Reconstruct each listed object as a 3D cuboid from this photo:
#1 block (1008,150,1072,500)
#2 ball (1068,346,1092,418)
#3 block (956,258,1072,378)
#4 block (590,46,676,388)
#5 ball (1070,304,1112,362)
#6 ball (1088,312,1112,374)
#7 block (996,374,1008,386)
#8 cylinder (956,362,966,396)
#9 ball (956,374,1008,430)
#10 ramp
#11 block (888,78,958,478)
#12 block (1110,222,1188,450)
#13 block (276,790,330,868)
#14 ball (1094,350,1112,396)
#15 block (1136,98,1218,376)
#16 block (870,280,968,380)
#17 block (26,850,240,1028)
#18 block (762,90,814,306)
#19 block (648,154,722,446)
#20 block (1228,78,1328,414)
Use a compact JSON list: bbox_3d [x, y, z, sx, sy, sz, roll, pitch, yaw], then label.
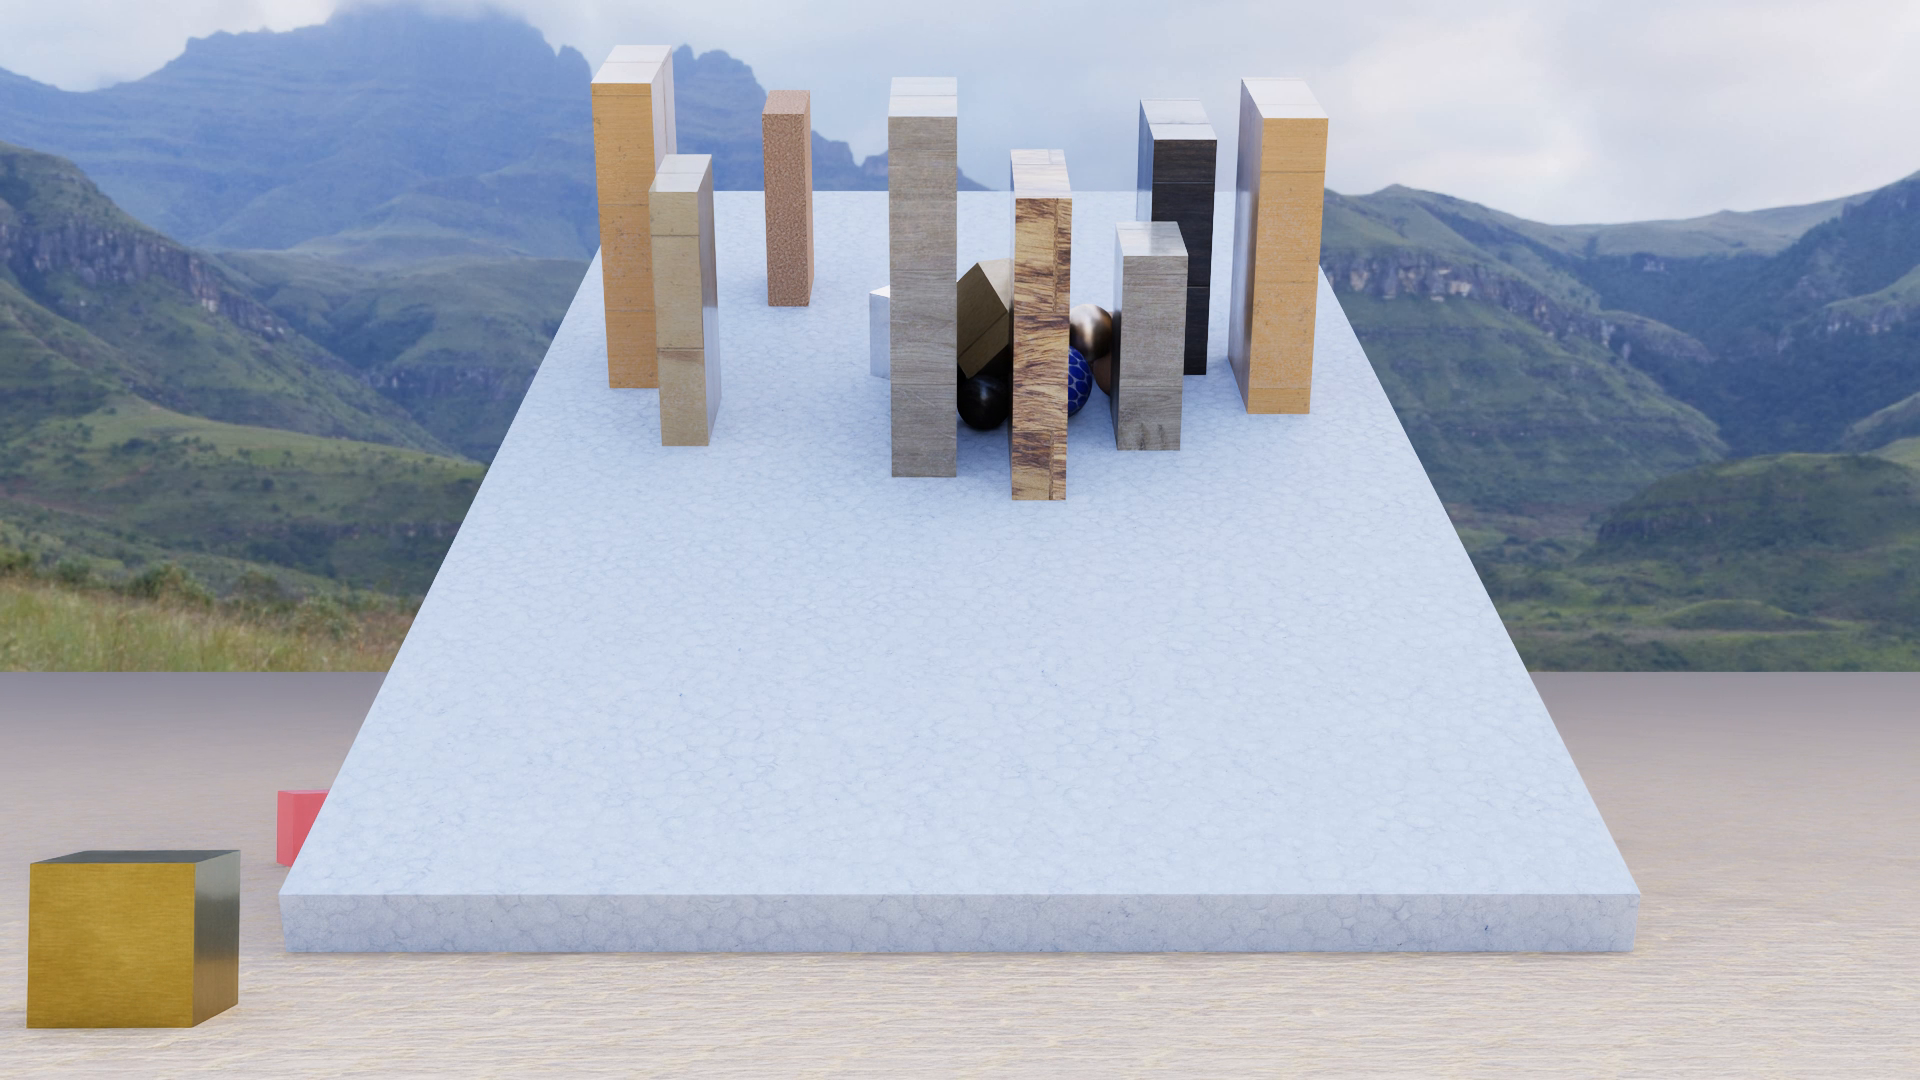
[{"bbox_3d":[0.163,-0.455,4.851,0.111,0.641,0.397,0,23,0],"label":"block"},{"bbox_3d":[0.208,-0.357,5.207,0.179,0.179,0.179,0,-3,0],"label":"ball"},{"bbox_3d":[0.088,-0.502,5.218,0.189,0.189,0.189,-15,-20,-50],"label":"block"},{"bbox_3d":[-0.754,-0.768,5.476,0.133,0.718,0.421,0,23,0],"label":"block"},{"bbox_3d":[0.289,-0.472,5.273,0.131,0.131,0.131,0,-3,0],"label":"ball"},{"bbox_3d":[0.354,-0.461,5.475,0.159,0.159,0.159,0,-3,0],"label":"ball"},{"bbox_3d":[0.162,-0.405,5.393,0.121,0.121,0.121,18,29,36],"label":"block"},{"bbox_3d":[-0.069,-0.385,5.292,0.164,0.164,0.164,0,24,0],"label":"cylinder"},{"bbox_3d":[0.053,-0.309,5.165,0.123,0.123,0.123,0,-3,0],"label":"ball"},{"bbox_3d":[-0.008,-0.226,5.257,2.000,0.100,4.000,0,23,0],"label":"ramp"},{"bbox_3d":[-0.076,-0.560,4.928,0.138,0.773,0.366,0,23,0],"label":"block"},{"bbox_3d":[0.412,-0.450,5.095,0.137,0.440,0.267,0,23,0],"label":"block"},{"bbox_3d":[-1.371,0.617,4.976,0.155,0.155,0.155,2,-4,-28],"label":"block"},{"bbox_3d":[0.378,-0.394,5.342,0.142,0.142,0.142,0,-3,0],"label":"ball"},{"bbox_3d":[0.514,-0.738,5.601,0.145,0.570,0.425,0,23,0],"label":"block"},{"bbox_3d":[-0.070,-0.494,5.491,0.205,0.205,0.205,17,29,34],"label":"block"},{"bbox_3d":[-1.000,0.482,2.817,0.192,0.192,0.192,0,-3,-2],"label":"block"},{"bbox_3d":[-0.445,-0.891,6.033,0.105,0.504,0.276,0,23,0],"label":"block"},{"bbox_3d":[-0.603,-0.531,5.113,0.102,0.571,0.319,0,23,0],"label":"block"},{"bbox_3d":[0.725,-0.681,5.329,0.141,0.681,0.413,0,23,0],"label":"block"}]
